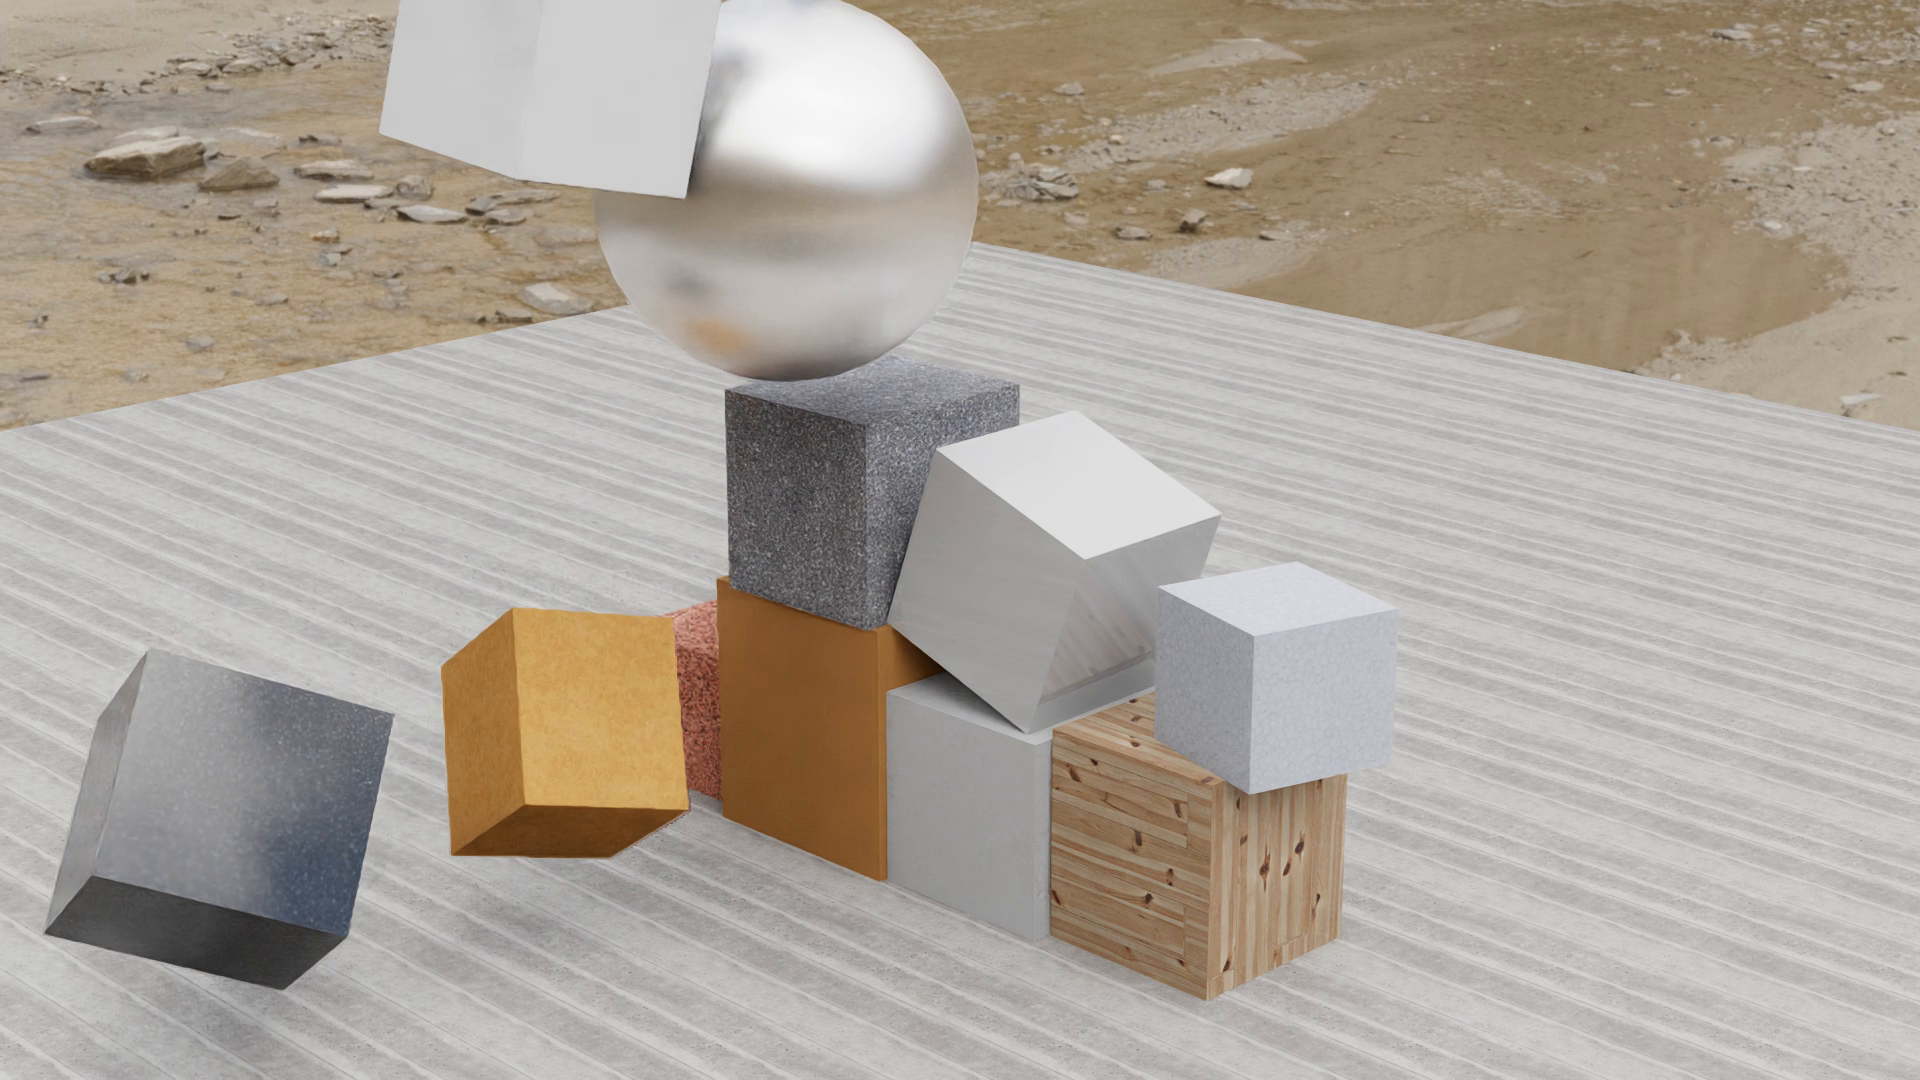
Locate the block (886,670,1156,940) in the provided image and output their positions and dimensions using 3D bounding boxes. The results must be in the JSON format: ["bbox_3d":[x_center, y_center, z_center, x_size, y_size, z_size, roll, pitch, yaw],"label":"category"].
[{"bbox_3d":[0.352,1.107,13.298,1.010,0.914,0.924,-17,24,-42],"label":"block"}]

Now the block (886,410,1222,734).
[{"bbox_3d":[0.408,0.125,12.941,0.909,0.917,0.914,-17,44,-44],"label":"block"}]

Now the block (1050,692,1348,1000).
[{"bbox_3d":[1.031,1.271,12.686,0.895,0.968,0.899,-16,24,-42],"label":"block"}]

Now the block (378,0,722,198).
[{"bbox_3d":[-1.569,-1.903,11.283,0.806,0.938,0.935,1,15,-44],"label":"block"}]

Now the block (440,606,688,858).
[{"bbox_3d":[-1.711,0.844,12.608,0.738,0.851,0.821,5,-22,-31],"label":"block"}]

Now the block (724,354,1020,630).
[{"bbox_3d":[-0.399,-0.249,13.532,0.906,0.948,0.999,16,23,41],"label":"block"}]

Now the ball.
[{"bbox_3d":[-0.721,-1.453,12.130,1.600,1.600,1.600,0,17,0],"label":"ball"}]

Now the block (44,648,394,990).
[{"bbox_3d":[-2.929,1.123,11.585,0.980,0.923,0.939,18,-28,-21],"label":"block"}]

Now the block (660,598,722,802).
[{"bbox_3d":[-1.049,0.770,14.663,0.876,0.738,0.829,-17,24,-42],"label":"block"}]

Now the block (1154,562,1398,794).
[{"bbox_3d":[1.307,0.561,12.201,0.711,0.679,0.714,-9,20,-27],"label":"block"}]

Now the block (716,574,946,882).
[{"bbox_3d":[-0.367,0.753,13.938,1.086,1.206,1.104,16,24,42],"label":"block"}]
